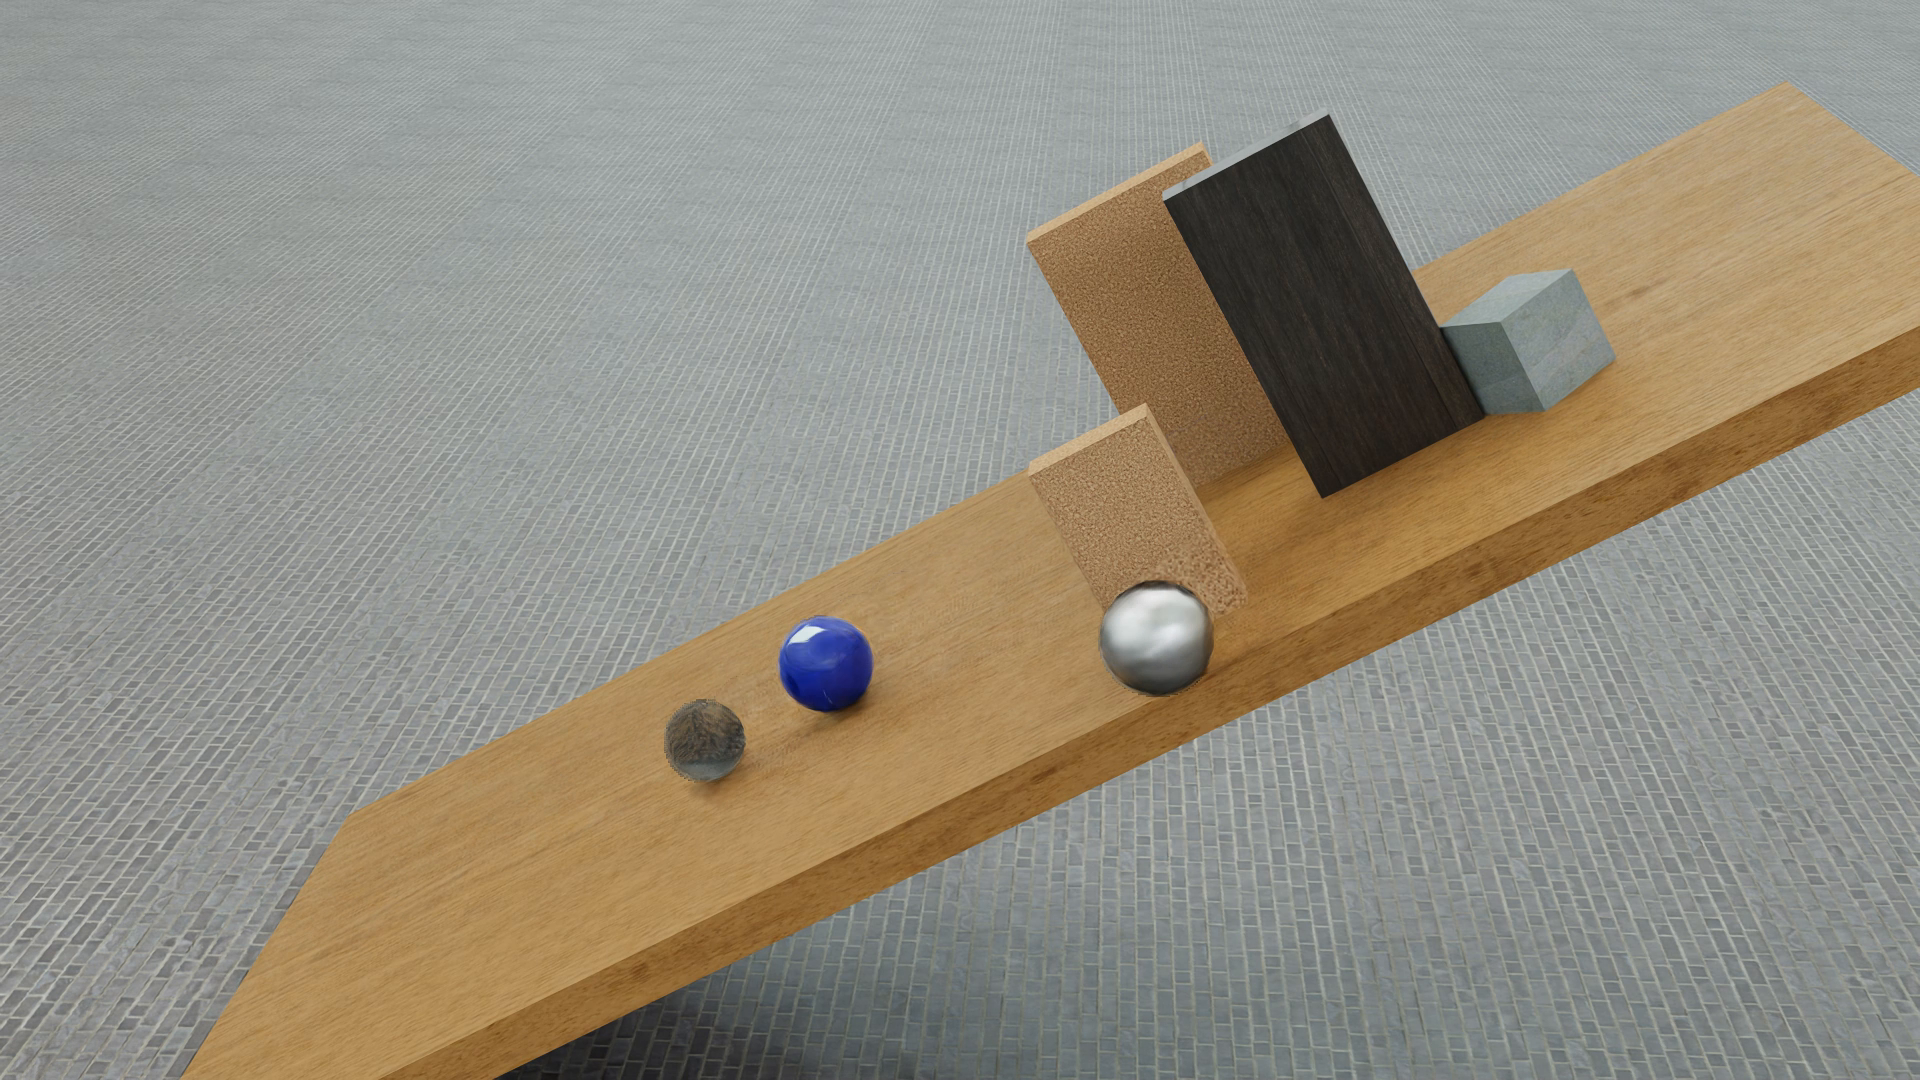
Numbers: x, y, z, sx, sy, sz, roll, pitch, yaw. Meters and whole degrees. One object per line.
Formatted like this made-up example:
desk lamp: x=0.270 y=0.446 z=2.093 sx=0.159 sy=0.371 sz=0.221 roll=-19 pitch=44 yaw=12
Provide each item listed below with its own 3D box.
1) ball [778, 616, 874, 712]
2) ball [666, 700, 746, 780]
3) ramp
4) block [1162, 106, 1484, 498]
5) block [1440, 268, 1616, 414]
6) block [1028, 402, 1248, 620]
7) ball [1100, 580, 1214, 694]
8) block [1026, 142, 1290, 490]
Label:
ball: x=-0.281 y=0.261 z=6.173 sx=0.201 sy=0.201 sz=0.201 roll=0 pitch=18 yaw=0
ball: x=-0.535 y=0.422 z=6.185 sx=0.168 sy=0.168 sz=0.168 roll=0 pitch=18 yaw=0
ramp: x=0.141 y=0.167 z=6.282 sx=4.000 sy=0.100 sz=2.000 roll=-27 pitch=14 yaw=11
block: x=0.709 y=-0.458 z=5.731 sx=0.353 sy=0.675 sz=0.096 roll=-27 pitch=14 yaw=11
block: x=1.096 y=-0.382 z=5.681 sx=0.199 sy=0.199 sz=0.199 roll=-35 pitch=15 yaw=-21
block: x=0.333 y=-0.014 z=5.486 sx=0.245 sy=0.408 sz=0.099 roll=-27 pitch=14 yaw=11
ball: x=0.350 y=0.173 z=5.224 sx=0.204 sy=0.204 sz=0.204 roll=0 pitch=18 yaw=0
block: x=0.479 y=-0.460 z=6.261 sx=0.416 sy=0.644 sz=0.110 roll=-27 pitch=14 yaw=11
